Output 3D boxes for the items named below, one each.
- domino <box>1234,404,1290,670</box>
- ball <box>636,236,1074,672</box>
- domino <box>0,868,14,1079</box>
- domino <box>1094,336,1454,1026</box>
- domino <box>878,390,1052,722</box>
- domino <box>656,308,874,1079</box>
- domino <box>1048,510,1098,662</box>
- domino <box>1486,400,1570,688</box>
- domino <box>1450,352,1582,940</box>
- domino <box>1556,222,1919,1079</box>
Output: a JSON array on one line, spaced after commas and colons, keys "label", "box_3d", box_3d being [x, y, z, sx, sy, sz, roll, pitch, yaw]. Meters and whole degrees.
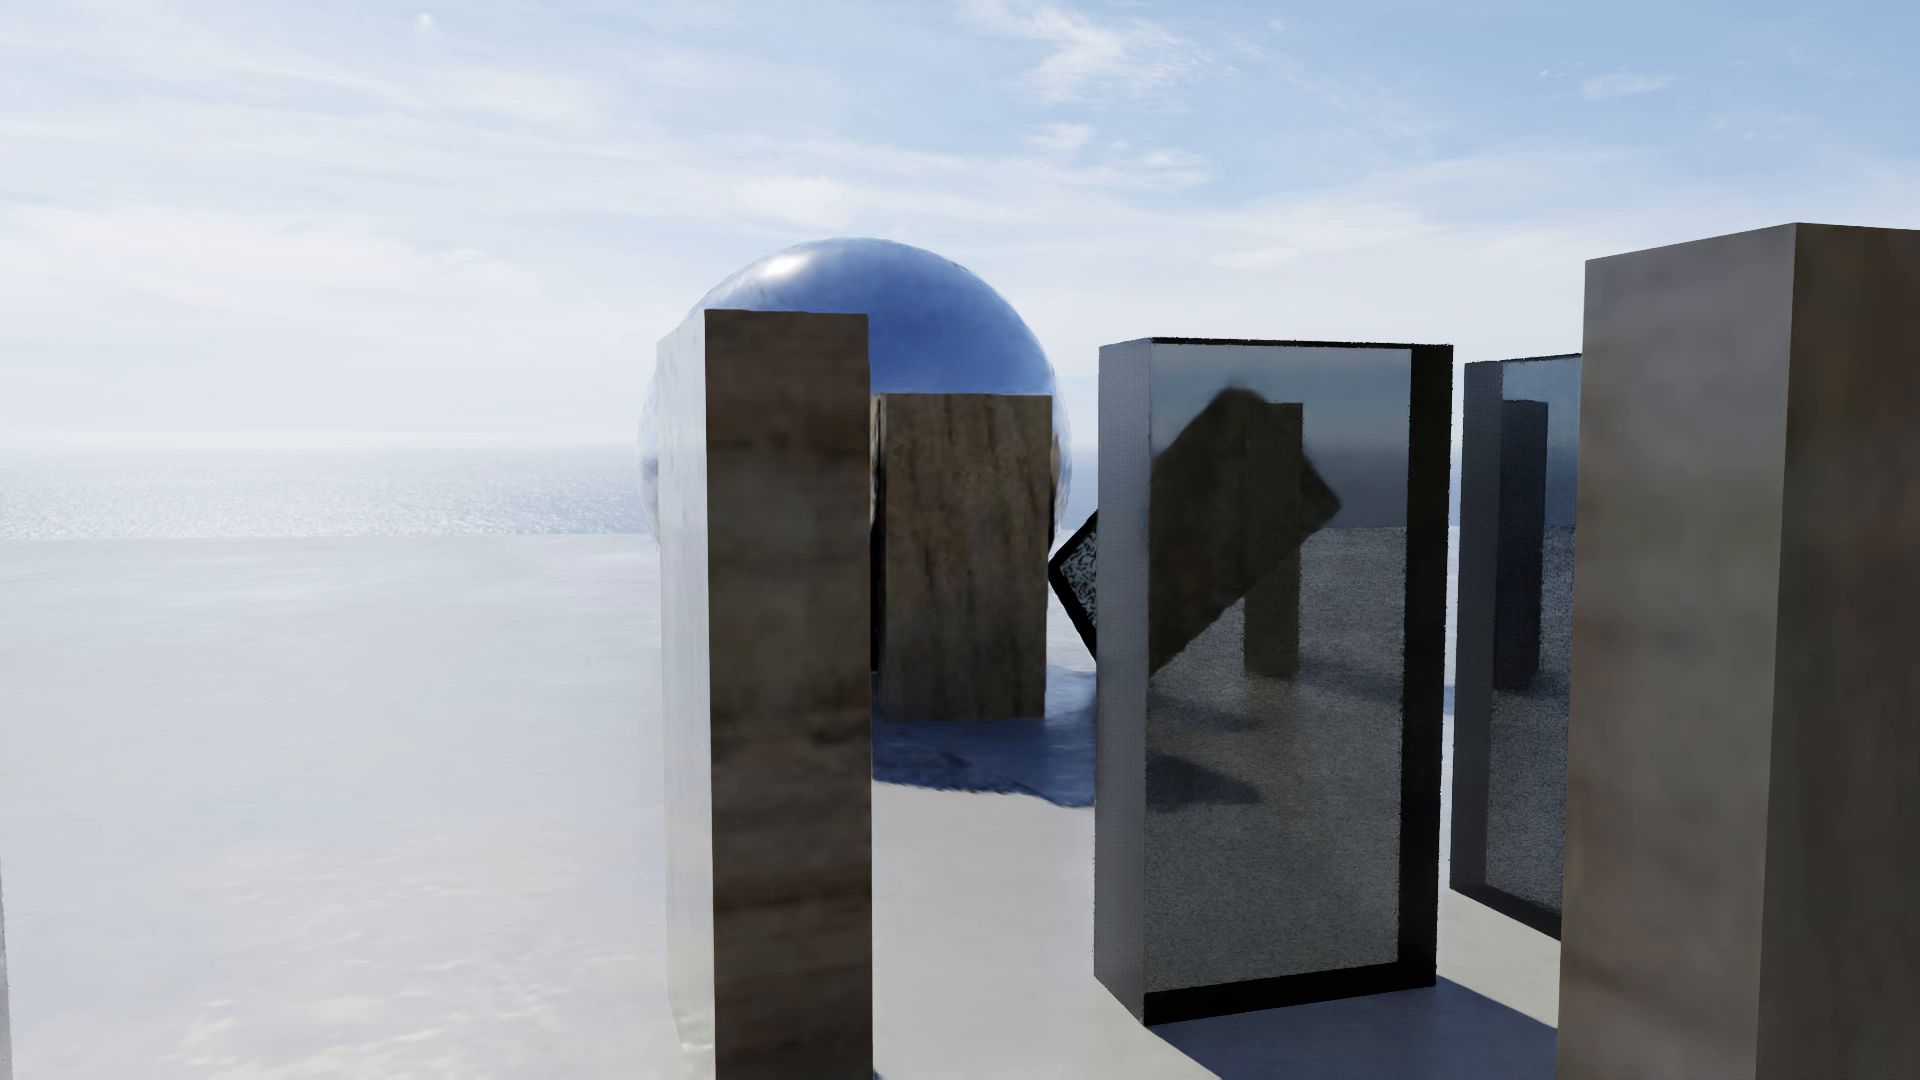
[{"label": "domino", "box_3d": [0.059, -0.001, 0.253, 0.009, 0.050, 0.025, 1, 4, 12]}, {"label": "ball", "box_3d": [-0.019, -0.015, 0.239, 0.080, 0.080, 0.080, 0, 4, 0]}, {"label": "domino", "box_3d": [-0.059, 0.012, 0.068, 0.010, 0.050, 0.025, -2, 5, -30]}, {"label": "domino", "box_3d": [0.024, 0.010, 0.100, 0.025, 0.050, 0.009, -1, 4, -16]}, {"label": "domino", "box_3d": [0.000, 0.002, 0.199, 0.025, 0.050, 0.009, -1, 9, -10]}, {"label": "domino", "box_3d": [-0.014, 0.011, 0.087, 0.010, 0.050, 0.025, -1, 5, -19]}, {"label": "domino", "box_3d": [0.037, 0.000, 0.224, 0.010, 0.025, 0.050, -4, -35, -43]}, {"label": "domino", "box_3d": [0.105, 0.000, 0.236, 0.009, 0.050, 0.025, 3, 5, 31]}, {"label": "domino", "box_3d": [0.055, 0.009, 0.111, 0.009, 0.050, 0.025, -1, 5, -19]}, {"label": "domino", "box_3d": [0.039, 0.014, 0.053, 0.025, 0.050, 0.010, -1, 4, -17]}]
